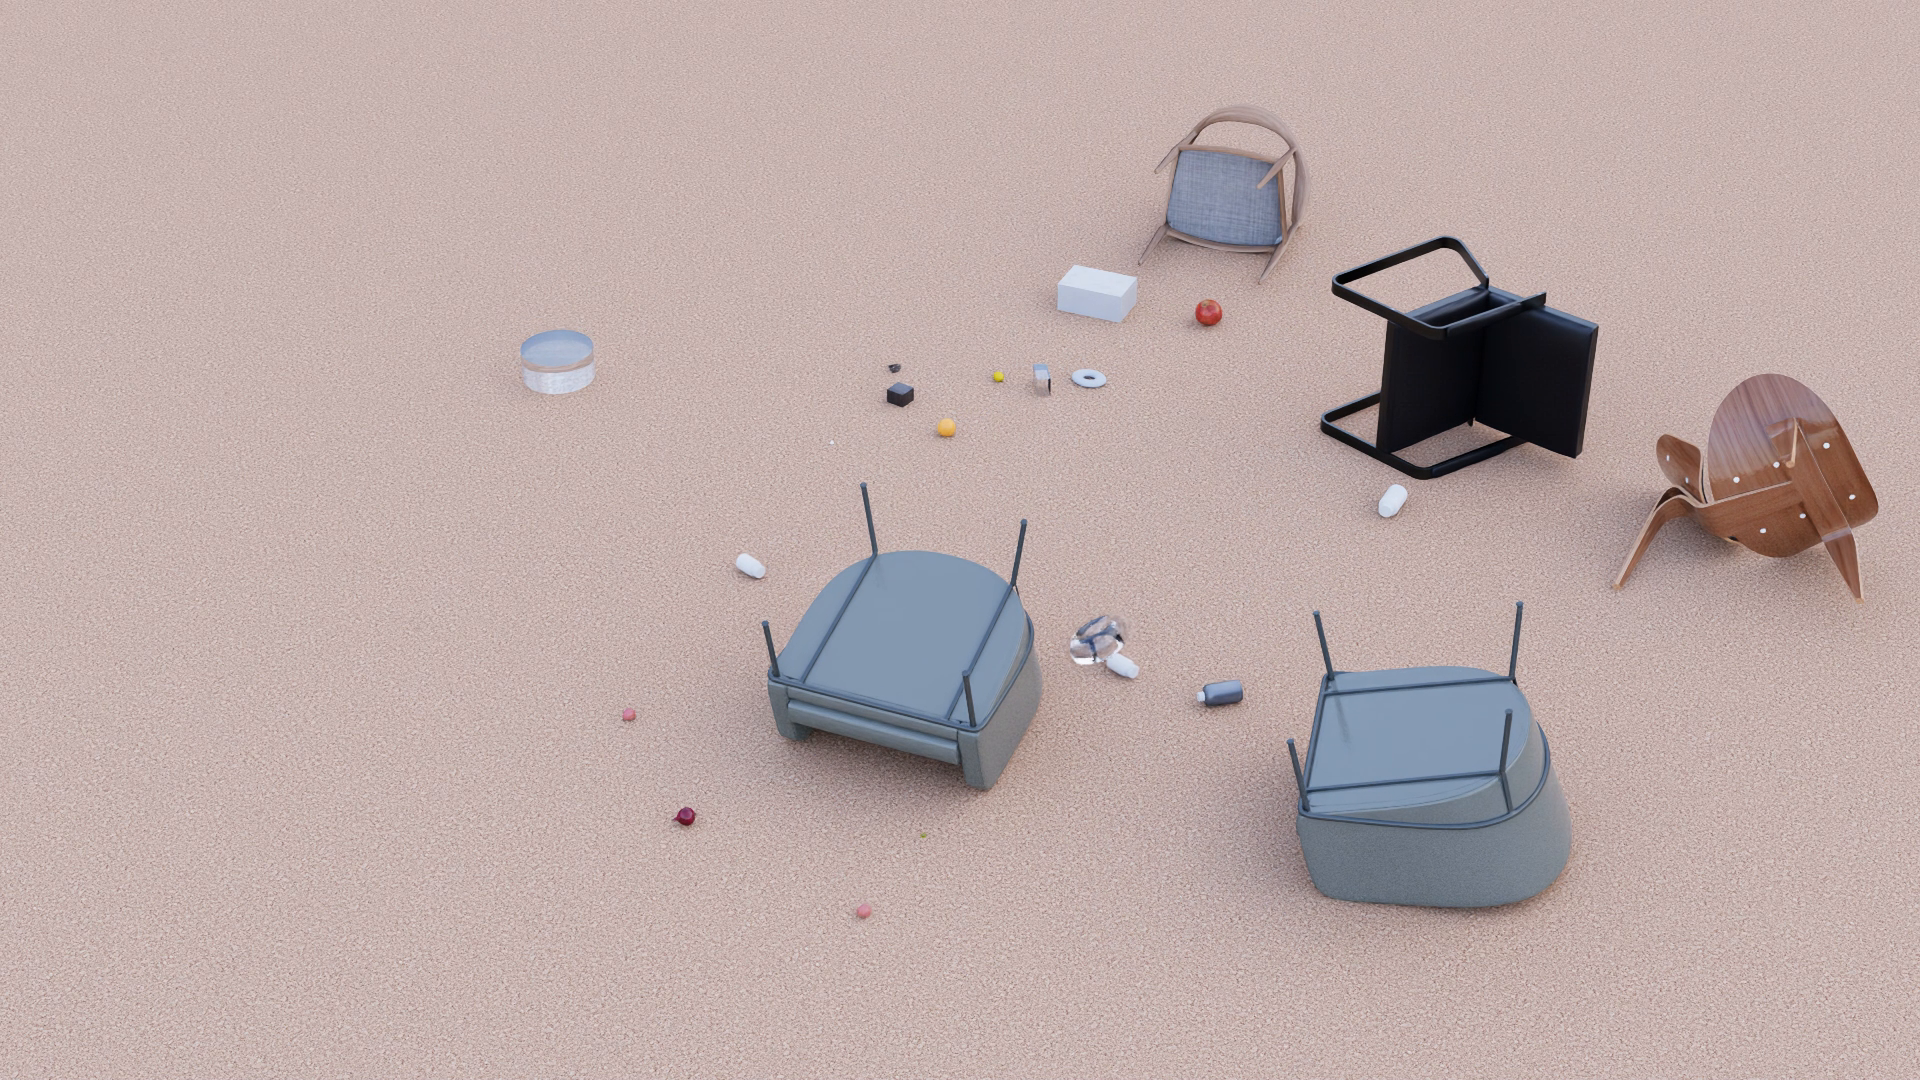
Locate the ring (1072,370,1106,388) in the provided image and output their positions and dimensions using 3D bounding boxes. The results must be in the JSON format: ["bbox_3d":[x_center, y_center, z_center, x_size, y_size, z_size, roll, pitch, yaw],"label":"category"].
[{"bbox_3d":[0.525,-0.657,11.916,0.149,0.028,0.120,19,39,27],"label":"ring"}]

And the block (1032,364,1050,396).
[{"bbox_3d":[0.331,-0.646,11.852,0.055,0.081,0.125,-4,34,-6],"label":"block"}]

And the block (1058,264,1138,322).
[{"bbox_3d":[0.581,-1.043,12.415,0.286,0.123,0.187,14,36,20],"label":"block"}]

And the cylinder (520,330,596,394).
[{"bbox_3d":[-1.635,-0.725,11.928,0.295,0.129,0.300,4,34,6],"label":"cylinder"}]

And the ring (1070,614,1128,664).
[{"bbox_3d":[0.489,0.348,10.290,0.186,0.097,0.281,-8,20,37],"label":"ring"}]

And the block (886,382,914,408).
[{"bbox_3d":[-0.239,-0.584,11.777,0.079,0.058,0.075,22,39,29],"label":"block"}]
